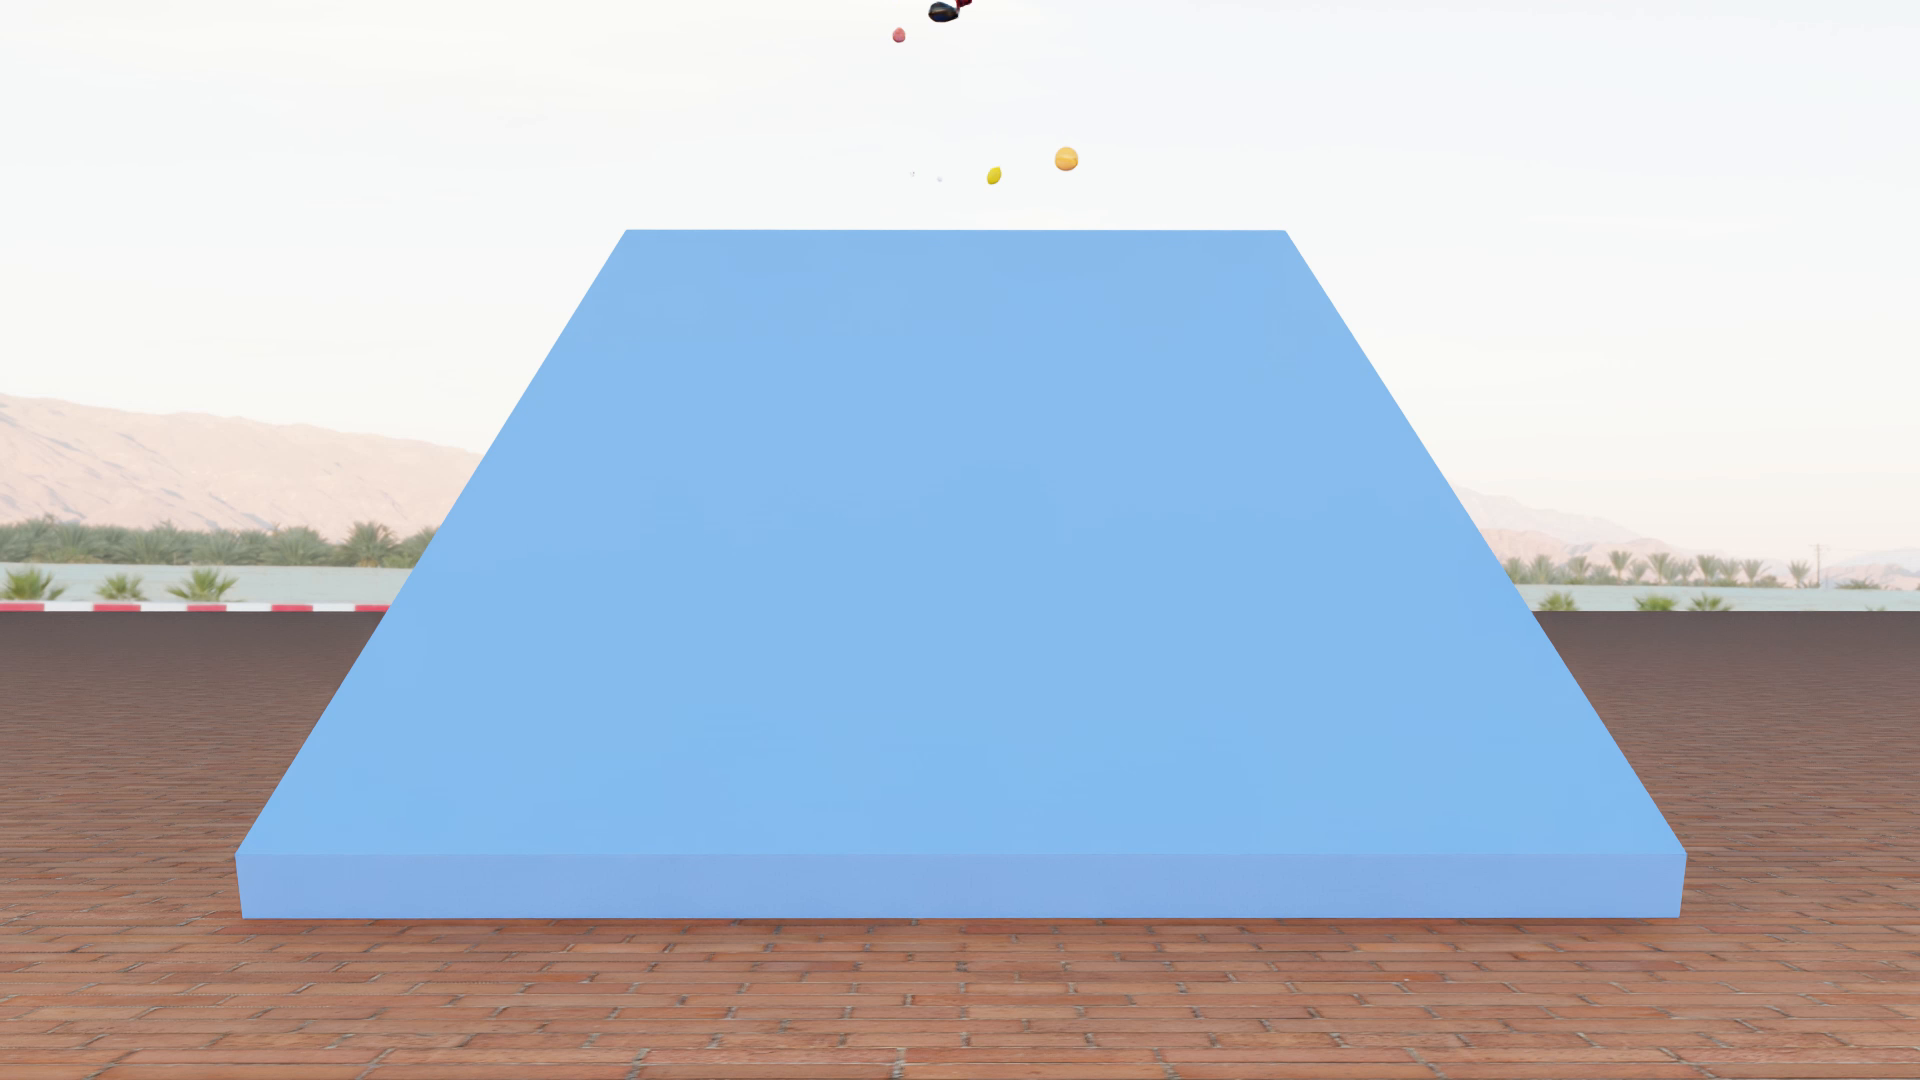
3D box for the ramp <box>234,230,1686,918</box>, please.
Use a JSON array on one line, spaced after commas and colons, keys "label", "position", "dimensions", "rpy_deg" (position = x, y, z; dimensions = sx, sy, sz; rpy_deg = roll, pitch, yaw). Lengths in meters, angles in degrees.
[{"label": "ramp", "position": [-0.005, -0.208, 5.019], "dimensions": [2.000, 0.100, 4.000], "rpy_deg": [0, 20, 0]}]
